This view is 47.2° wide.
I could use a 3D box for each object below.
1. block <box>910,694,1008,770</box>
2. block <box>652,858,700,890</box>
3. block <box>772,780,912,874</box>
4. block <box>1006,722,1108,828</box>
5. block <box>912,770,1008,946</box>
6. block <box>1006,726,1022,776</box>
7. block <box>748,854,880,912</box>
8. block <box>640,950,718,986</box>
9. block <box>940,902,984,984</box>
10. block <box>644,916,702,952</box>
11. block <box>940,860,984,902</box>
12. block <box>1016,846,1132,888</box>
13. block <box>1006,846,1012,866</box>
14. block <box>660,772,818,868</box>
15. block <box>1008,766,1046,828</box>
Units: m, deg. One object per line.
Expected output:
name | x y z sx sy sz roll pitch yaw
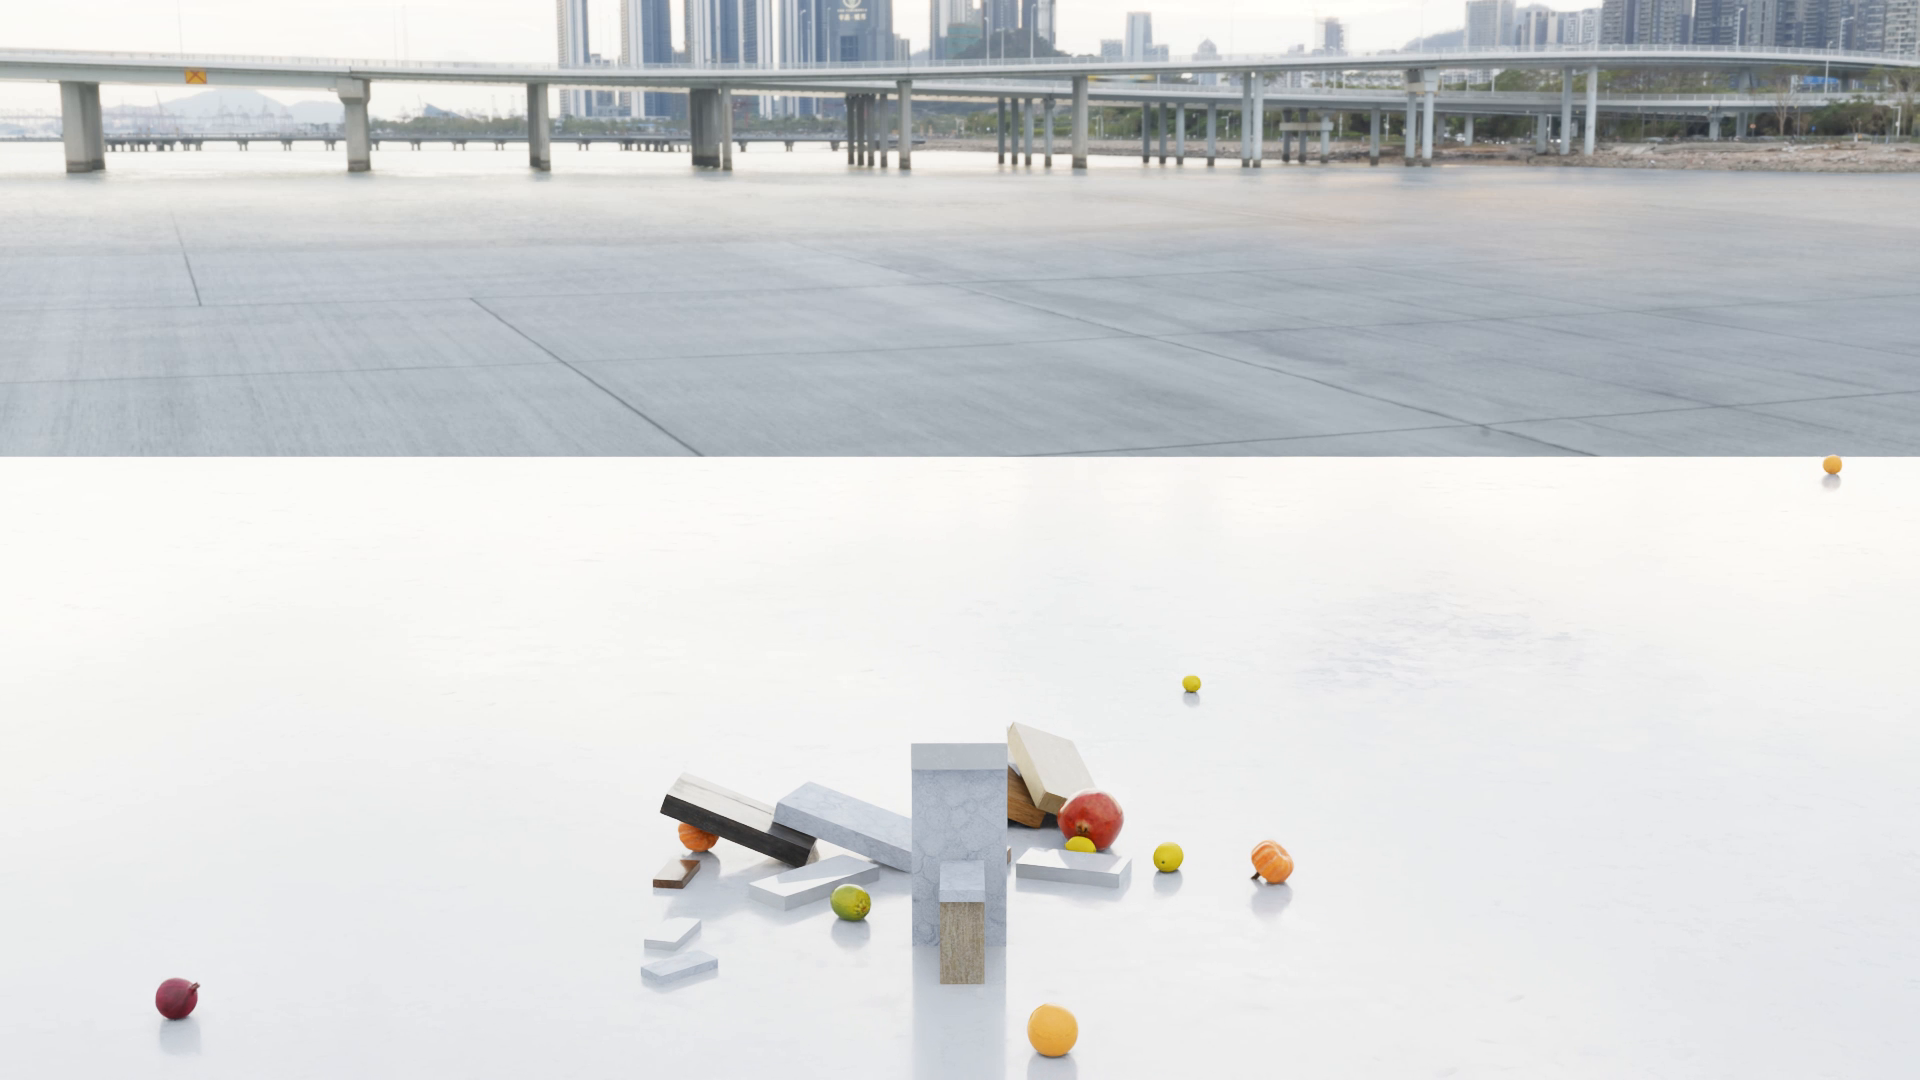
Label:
block | -0.002 0.302 3.489 0.148 0.042 0.295 0 11 0
block | -0.482 0.568 3.744 0.053 0.015 0.105 2 11 9
block | -0.178 0.502 3.863 0.267 0.038 0.134 18 16 17
block | 0.178 0.436 4.100 0.132 0.037 0.264 20 18 -20
block | -0.001 0.485 3.424 0.148 0.295 0.042 0 11 0
block | 0.144 0.426 4.304 0.132 0.037 0.264 21 5 -18
block | -0.243 0.573 3.688 0.090 0.026 0.213 10 15 43
block | -0.424 0.646 3.326 0.105 0.015 0.053 -10 14 -42
block | 0.003 0.595 3.276 0.067 0.133 0.019 0 11 0
block | -0.452 0.620 3.466 0.053 0.015 0.105 3 11 15
block | 0.003 0.512 3.306 0.067 0.019 0.133 0 11 0
block | 0.195 0.560 3.761 0.181 0.026 0.090 3 11 18
block | 0.018 0.560 3.760 0.090 0.026 0.181 4 11 18
block | -0.381 0.490 3.853 0.267 0.038 0.134 21 12 2
block | 0.075 0.461 4.124 0.134 0.038 0.267 22 7 -10
